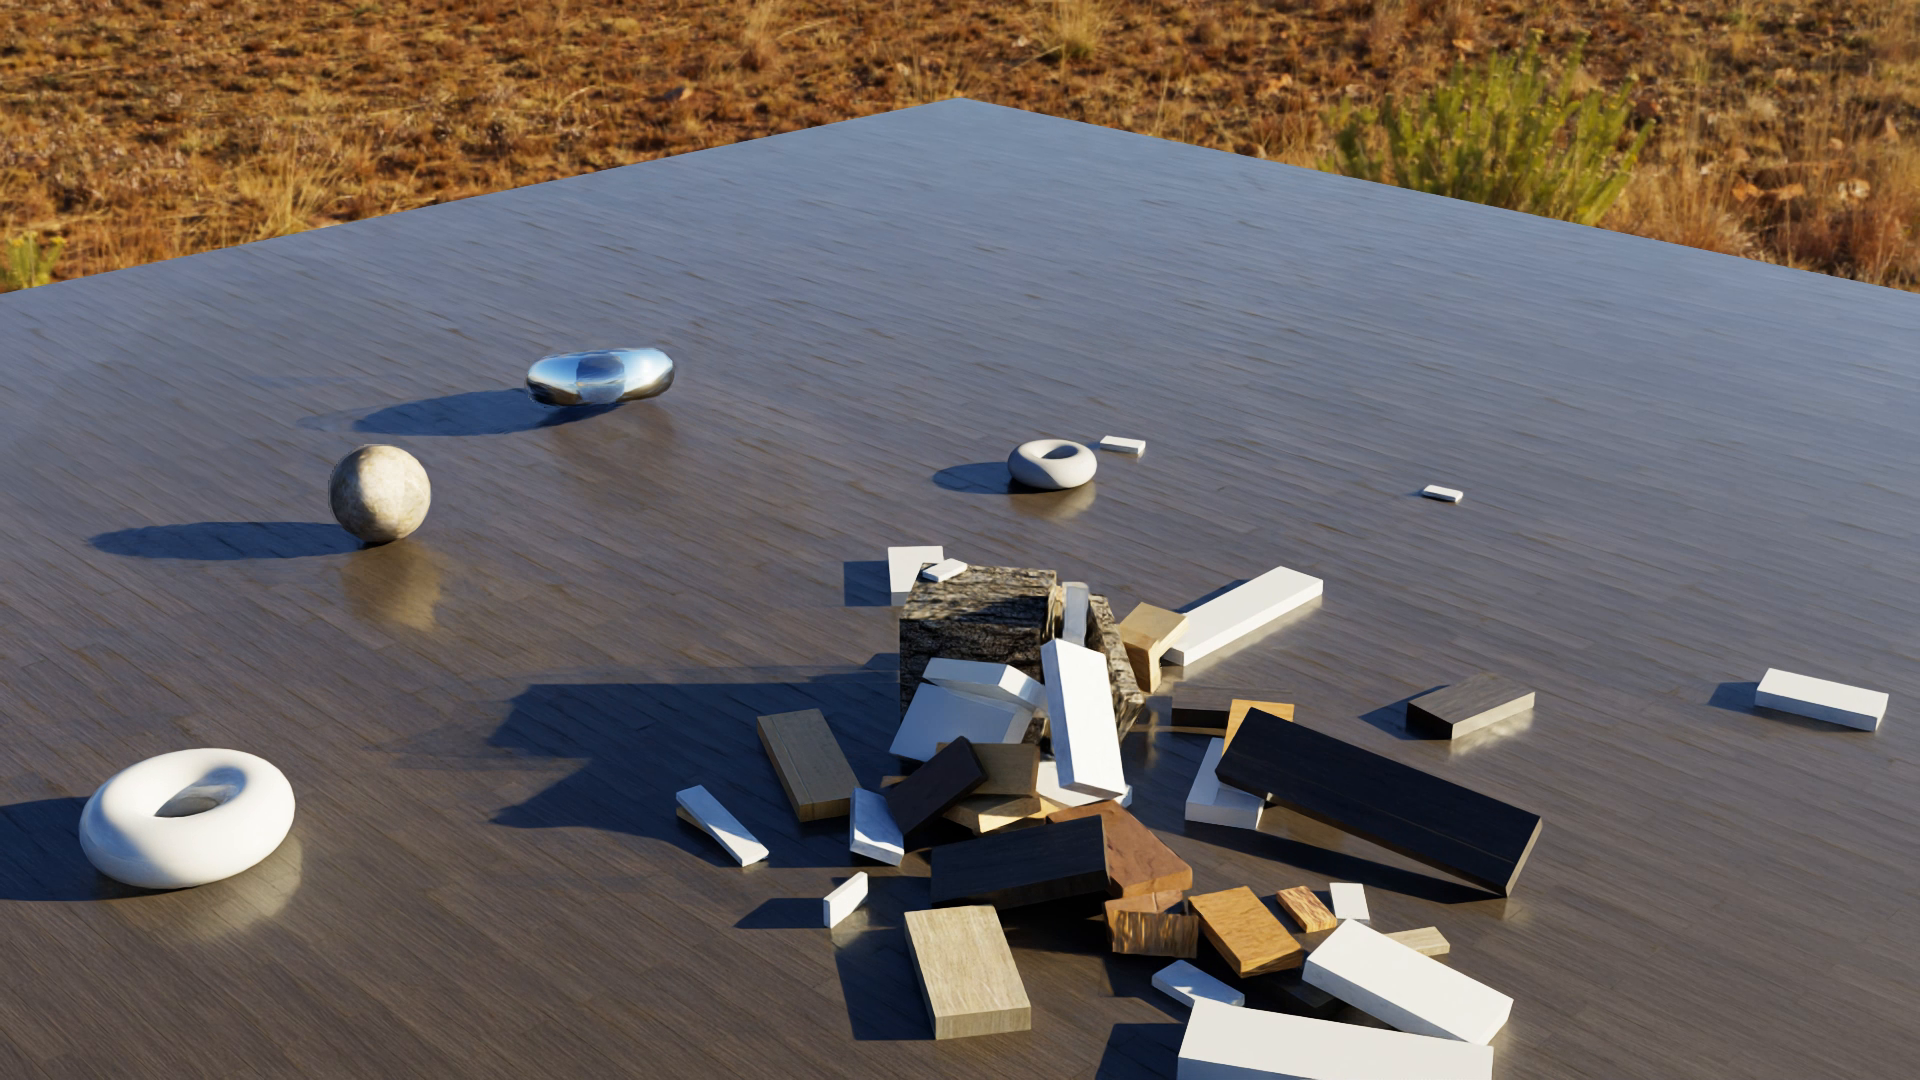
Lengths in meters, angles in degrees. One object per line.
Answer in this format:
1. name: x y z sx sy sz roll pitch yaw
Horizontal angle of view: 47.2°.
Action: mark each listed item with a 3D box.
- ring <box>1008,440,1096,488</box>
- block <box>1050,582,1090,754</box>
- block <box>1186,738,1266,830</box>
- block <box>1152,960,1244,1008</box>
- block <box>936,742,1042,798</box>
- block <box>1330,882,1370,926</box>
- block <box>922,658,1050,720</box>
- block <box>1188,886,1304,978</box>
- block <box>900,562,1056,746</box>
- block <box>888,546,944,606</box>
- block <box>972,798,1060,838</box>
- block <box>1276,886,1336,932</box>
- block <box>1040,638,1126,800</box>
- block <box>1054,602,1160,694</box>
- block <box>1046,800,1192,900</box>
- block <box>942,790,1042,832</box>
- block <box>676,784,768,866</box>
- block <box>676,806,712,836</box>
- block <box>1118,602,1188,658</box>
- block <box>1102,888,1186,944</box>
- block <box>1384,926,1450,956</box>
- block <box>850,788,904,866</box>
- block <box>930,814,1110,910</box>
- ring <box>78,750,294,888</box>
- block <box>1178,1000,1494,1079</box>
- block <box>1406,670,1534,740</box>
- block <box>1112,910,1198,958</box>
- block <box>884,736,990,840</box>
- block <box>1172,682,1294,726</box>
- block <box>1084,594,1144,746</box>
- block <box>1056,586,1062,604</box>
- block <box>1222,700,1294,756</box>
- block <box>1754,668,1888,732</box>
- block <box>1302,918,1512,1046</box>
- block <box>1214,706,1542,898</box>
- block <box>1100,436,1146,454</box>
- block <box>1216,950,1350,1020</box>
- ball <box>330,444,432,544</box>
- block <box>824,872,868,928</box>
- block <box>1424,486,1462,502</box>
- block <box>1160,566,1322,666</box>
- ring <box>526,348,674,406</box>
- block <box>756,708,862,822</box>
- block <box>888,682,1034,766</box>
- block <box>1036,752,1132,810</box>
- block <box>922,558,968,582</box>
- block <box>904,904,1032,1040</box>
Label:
1. ring: 0.258 -0.213 6.158 0.251 0.084 0.251 0 22 0
2. block: 0.230 0.268 4.633 0.046 0.351 0.162 5 3 0
3. block: 0.564 0.499 4.532 0.144 0.041 0.287 7 24 15
4. block: 0.418 0.791 3.868 0.075 0.021 0.150 -20 30 -39
5. block: 0.050 0.454 4.341 0.217 0.102 0.029 -2 -22 27
6. block: 0.730 0.684 4.126 0.061 0.017 0.122 1 23 3
7. block: 0.070 0.301 4.467 0.160 0.045 0.320 31 -14 -25
8. block: 0.512 0.705 3.967 0.119 0.034 0.239 -8 21 -16
9. block: 0.042 0.252 4.785 0.298 0.298 0.298 3 23 8
10. block: -0.107 0.089 5.501 0.138 0.039 0.275 -1 23 -3
11. block: 0.176 0.592 4.311 0.149 0.042 0.299 -17 29 -35
12. block: 0.647 0.690 4.112 0.061 0.017 0.122 -8 24 -18
13. block: 0.242 0.354 4.335 0.042 0.299 0.149 -28 -33 37
14. block: 0.316 0.239 4.932 0.275 0.138 0.039 20 49 28
15. block: 0.301 0.593 4.201 0.149 0.042 0.299 -11 25 -24
16. block: 0.022 0.515 4.411 0.144 0.041 0.287 -16 15 -30
17. block: -0.474 0.565 4.368 0.058 0.016 0.261 -15 34 -33
18. block: -0.512 0.557 4.426 0.058 0.016 0.115 -21 30 -40
19. block: 0.405 0.240 5.082 0.128 0.036 0.256 17 40 34
20. block: 0.339 0.690 4.040 0.150 0.075 0.021 -7 -11 -16
21. block: 0.821 0.736 4.004 0.122 0.017 0.061 -6 24 -14
22. block: -0.165 0.565 4.346 0.102 0.029 0.203 20 21 -10
23. block: 0.112 0.615 4.126 0.331 0.047 0.166 -12 29 7
24. ring: -1.514 0.543 4.315 0.403 0.134 0.403 0 24 0
25. block: 0.624 0.869 3.652 0.501 0.047 0.166 6 24 14
26. block: 1.129 0.363 4.858 0.264 0.037 0.132 -16 28 -33
27. block: 0.354 0.714 3.981 0.150 0.075 0.021 3 -8 7
28. block: -0.047 0.488 4.340 0.029 0.203 0.102 34 21 -51
29. block: 0.601 0.364 4.854 0.264 0.037 0.132 3 23 6
30. block: 0.301 0.286 4.728 0.046 0.162 0.324 8 40 -23
31. block: 0.251 0.141 5.407 0.059 0.017 0.119 -20 30 -39
32. block: 0.628 0.416 4.627 0.132 0.037 0.264 4 23 10
33. block: 1.911 0.354 4.880 0.256 0.036 0.128 13 26 28
34. block: 0.774 0.778 3.810 0.320 0.045 0.160 24 32 28
35. block: 0.816 0.509 4.333 0.628 0.045 0.160 20 66 30
36. block: 0.472 -0.277 6.393 0.119 0.017 0.059 9 25 21
37. block: 0.582 0.769 3.904 0.119 0.034 0.239 -18 29 -35
38. ball: -1.506 -0.119 5.715 0.256 0.256 0.256 0 23 0
39. block: -0.213 0.671 4.105 0.016 0.058 0.115 15 27 31
40. block: 1.327 -0.128 6.046 0.094 0.013 0.047 14 27 30
41. block: 0.660 0.178 5.294 0.128 0.036 0.557 20 30 39
42. ring: -1.085 -0.494 6.641 0.443 0.148 0.443 -4 8 1
43. block: -0.315 0.467 4.610 0.138 0.039 0.400 -7 24 -16
44. block: -0.001 0.396 4.508 0.046 0.162 0.324 34 -16 -36
45. block: 0.194 0.506 4.515 0.287 0.041 0.144 17 29 35
46. block: -0.033 0.066 4.826 0.047 0.013 0.095 18 29 37
47. block: 0.009 0.762 3.905 0.166 0.047 0.331 -4 23 -10
